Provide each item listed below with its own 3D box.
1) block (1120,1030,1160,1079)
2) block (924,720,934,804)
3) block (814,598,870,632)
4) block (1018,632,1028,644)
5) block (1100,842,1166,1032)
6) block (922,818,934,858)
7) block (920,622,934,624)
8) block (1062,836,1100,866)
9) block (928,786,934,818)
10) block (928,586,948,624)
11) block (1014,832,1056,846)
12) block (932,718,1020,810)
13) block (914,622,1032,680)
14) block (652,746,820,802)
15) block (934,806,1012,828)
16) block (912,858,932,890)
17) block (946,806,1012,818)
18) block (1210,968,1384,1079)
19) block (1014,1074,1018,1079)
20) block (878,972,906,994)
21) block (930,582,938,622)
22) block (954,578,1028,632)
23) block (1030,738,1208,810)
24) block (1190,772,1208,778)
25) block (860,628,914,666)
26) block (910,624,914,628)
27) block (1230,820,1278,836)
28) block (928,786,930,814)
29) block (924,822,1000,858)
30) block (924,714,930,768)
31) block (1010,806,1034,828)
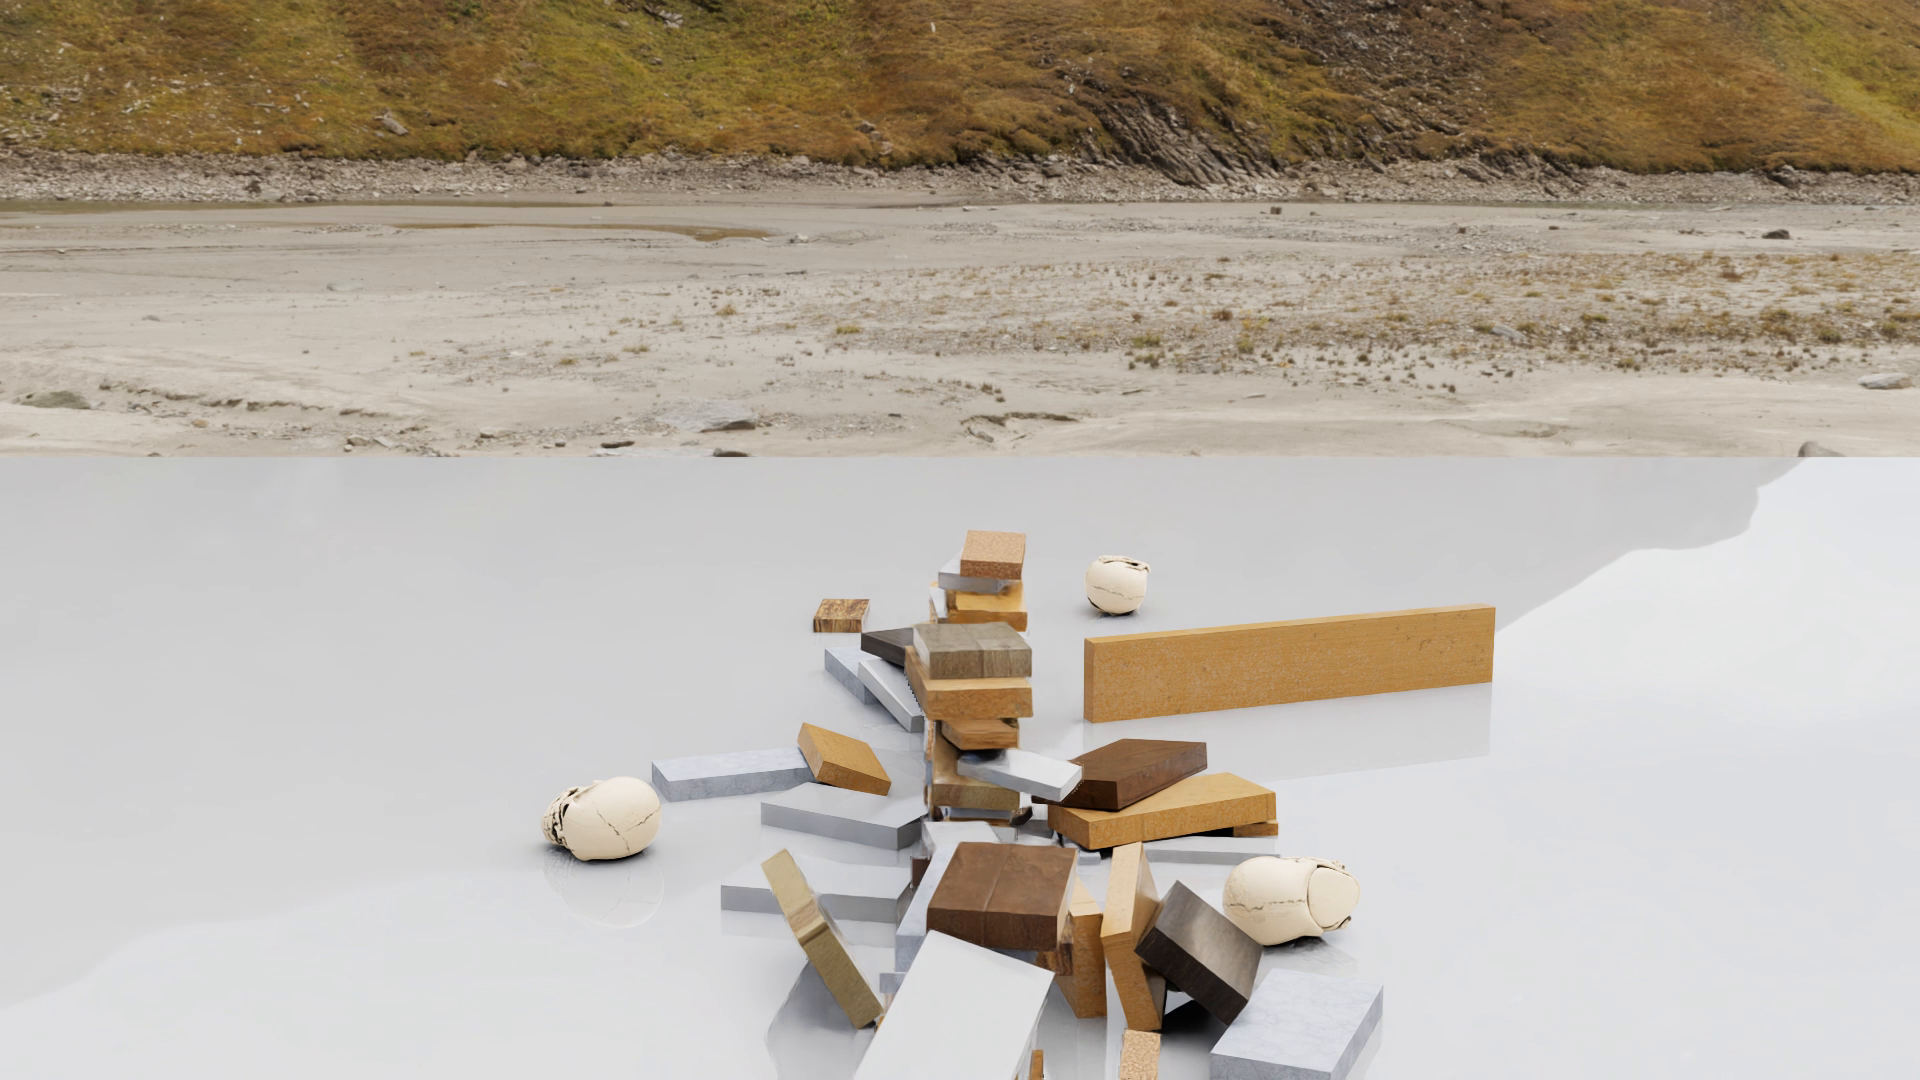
[{"bbox_3d":[0.201,0.711,2.583,0.044,0.155,0.310,6,11,6],"label":"block"},{"bbox_3d":[0.023,0.397,4.263,0.170,0.048,0.340,1,30,2],"label":"block"},{"bbox_3d":[-0.305,0.195,5.698,0.123,0.035,0.247,0,11,2],"label":"block"},{"bbox_3d":[0.060,0.269,5.090,0.119,0.034,0.238,13,30,19],"label":"block"},{"bbox_3d":[0.259,0.578,3.220,0.044,0.155,0.310,-15,13,11],"label":"block"},{"bbox_3d":[0.000,0.544,3.609,0.126,0.036,0.251,1,28,-1],"label":"block"},{"bbox_3d":[0.018,0.240,4.487,0.170,0.048,0.340,1,15,-6],"label":"block"},{"bbox_3d":[0.212,0.545,3.865,0.058,0.017,0.117,0,11,-1],"label":"block"},{"bbox_3d":[0.013,0.495,3.777,0.126,0.036,0.251,1,28,-3],"label":"block"},{"bbox_3d":[0.003,0.149,4.670,0.119,0.034,0.238,1,15,-6],"label":"block"},{"bbox_3d":[0.107,0.539,3.900,0.117,0.017,0.058,6,12,31],"label":"block"},{"bbox_3d":[0.025,0.339,3.426,0.132,0.037,0.264,4,21,-1],"label":"block"},{"bbox_3d":[0.017,0.185,3.699,0.166,0.047,0.331,-1,5,-5],"label":"block"},{"bbox_3d":[-0.438,0.455,4.282,0.297,0.042,0.149,-4,11,-20],"label":"block"},{"bbox_3d":[0.020,0.451,3.701,0.126,0.036,0.251,2,10,-1],"label":"block"},{"bbox_3d":[0.003,0.515,3.347,0.138,0.039,0.276,0,-12,2],"label":"block"},{"bbox_3d":[0.027,0.408,3.427,0.092,0.026,0.184,2,0,-3],"label":"block"},{"bbox_3d":[0.471,0.682,3.045,0.163,0.046,0.327,4,11,22],"label":"block"},{"bbox_3d":[-0.004,0.624,2.671,0.140,0.040,0.280,0,11,-1],"label":"block"},{"bbox_3d":[-0.045,0.548,2.707,0.089,0.025,0.178,4,-11,-8],"label":"block"},{"bbox_3d":[-0.001,0.267,4.666,0.119,0.034,0.627,2,30,-3],"label":"block"},{"bbox_3d":[0.060,0.124,4.474,0.139,0.040,0.279,2,15,-1],"label":"block"},{"bbox_3d":[0.296,0.428,4.050,0.177,0.050,0.355,0,6,33],"label":"block"},{"bbox_3d":[0.418,0.468,4.250,0.188,0.027,0.094,7,13,34],"label":"block"},{"bbox_3d":[-0.086,0.246,4.875,0.141,0.040,0.282,-5,12,-34],"label":"block"},{"bbox_3d":[-0.015,0.262,5.298,0.177,0.050,0.354,-1,11,-7],"label":"block"},{"bbox_3d":[0.530,0.508,4.047,0.081,0.023,0.162,-1,11,-3],"label":"block"},{"bbox_3d":[-0.003,0.483,3.955,0.103,0.029,0.207,1,22,-4],"label":"block"},{"bbox_3d":[0.004,0.441,3.180,0.094,0.027,0.187,0,5,-7],"label":"block"},{"bbox_3d":[0.014,0.345,4.453,0.170,0.048,0.340,2,30,-2],"label":"block"},{"bbox_3d":[0.068,0.509,3.964,0.117,0.017,0.059,-16,5,19],"label":"block"}]
